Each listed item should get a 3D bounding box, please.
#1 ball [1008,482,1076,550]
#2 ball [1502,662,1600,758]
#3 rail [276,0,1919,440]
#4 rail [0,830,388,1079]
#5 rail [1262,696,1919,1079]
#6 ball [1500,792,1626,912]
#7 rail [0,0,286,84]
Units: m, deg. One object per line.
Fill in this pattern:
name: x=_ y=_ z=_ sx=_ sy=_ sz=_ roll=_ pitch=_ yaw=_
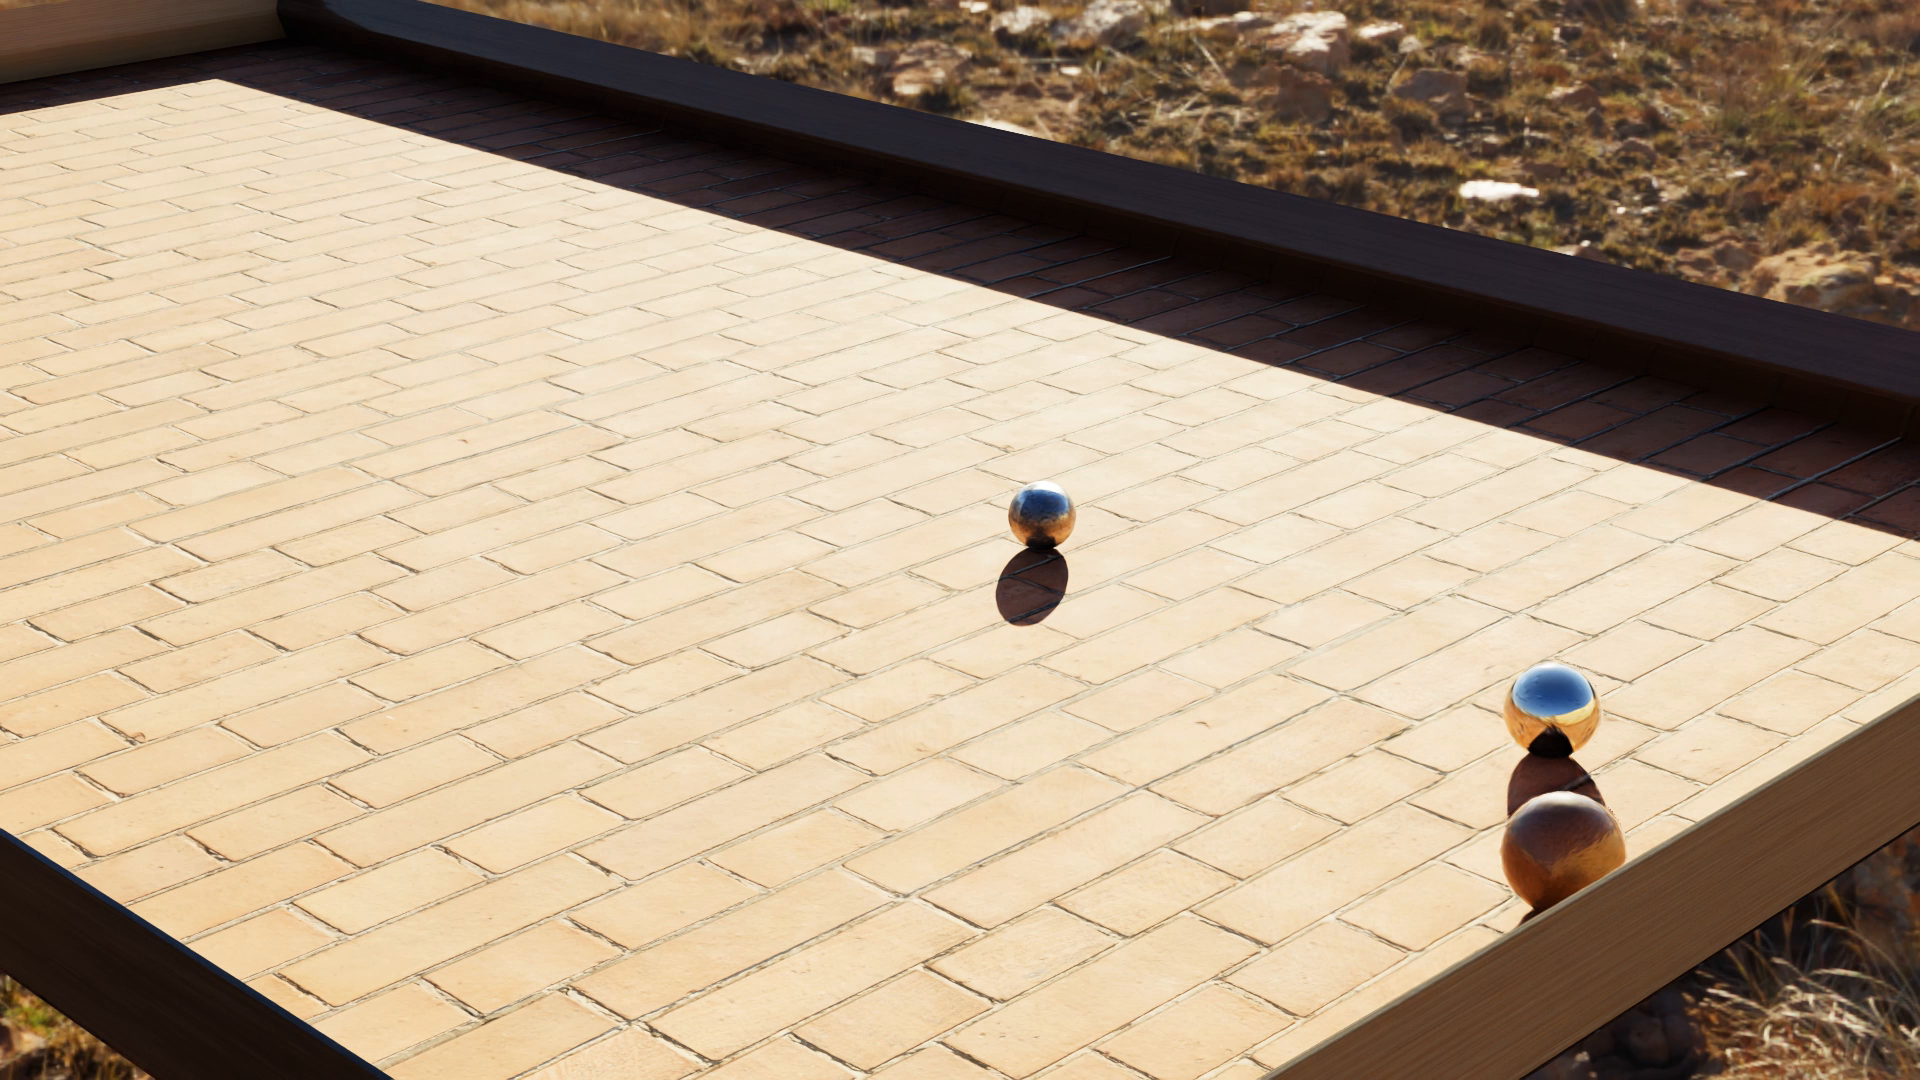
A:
ball: x=0.076 y=-0.023 z=2.735 sx=0.064 sy=0.064 sz=0.064 roll=0 pitch=21 yaw=0
ball: x=0.464 y=0.134 z=2.308 sx=0.075 sy=0.075 sz=0.075 roll=0 pitch=21 yaw=0
rail: x=0.058 y=-0.474 z=3.850 sx=3.454 sy=0.113 sz=0.045 roll=19 pitch=28 yaw=41
rail: x=-1.281 y=0.004 z=2.594 sx=3.454 sy=0.113 sz=0.045 roll=19 pitch=28 yaw=41
rail: x=0.595 y=0.192 z=2.098 sx=0.045 sy=0.113 sz=1.944 roll=19 pitch=28 yaw=41
ball: x=0.423 y=0.220 z=2.064 sx=0.087 sy=0.087 sz=0.087 roll=0 pitch=21 yaw=0
rail: x=-1.818 y=-0.662 z=4.345 sx=0.045 sy=0.113 sz=1.944 roll=19 pitch=28 yaw=41
